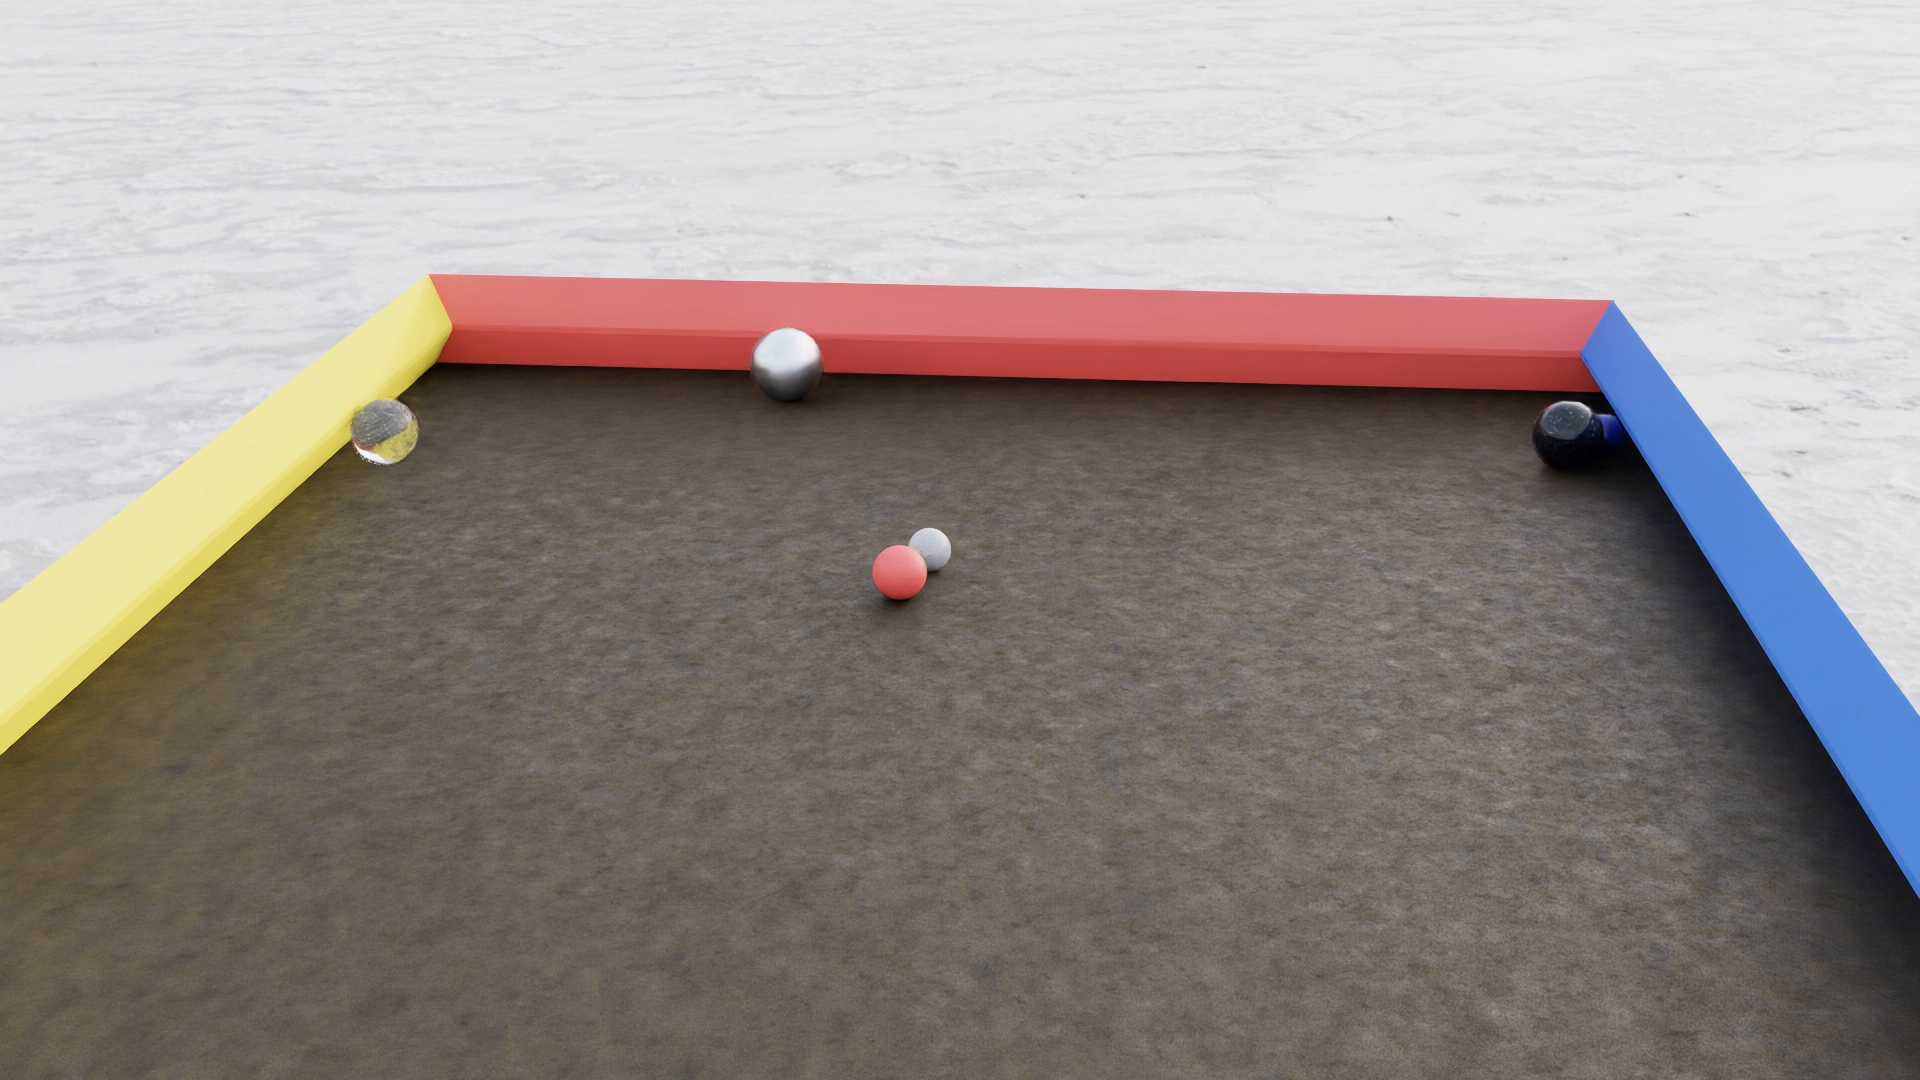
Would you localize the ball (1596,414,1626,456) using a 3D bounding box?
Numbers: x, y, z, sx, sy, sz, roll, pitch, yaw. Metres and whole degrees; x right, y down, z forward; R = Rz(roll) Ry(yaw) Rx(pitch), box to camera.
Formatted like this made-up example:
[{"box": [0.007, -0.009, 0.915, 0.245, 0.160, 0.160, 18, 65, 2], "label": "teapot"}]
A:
[{"box": [0.818, -0.134, 2.797, 0.055, 0.055, 0.055, 0, 21, 0], "label": "ball"}]

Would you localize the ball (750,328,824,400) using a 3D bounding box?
[{"box": [-0.237, -0.241, 3.015, 0.100, 0.100, 0.100, 0, 21, 0], "label": "ball"}]

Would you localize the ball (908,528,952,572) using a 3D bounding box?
[{"box": [-0.034, 0.011, 2.428, 0.048, 0.048, 0.048, 0, 21, 0], "label": "ball"}]

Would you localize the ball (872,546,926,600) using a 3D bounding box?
[{"box": [-0.065, 0.035, 2.351, 0.059, 0.059, 0.059, 0, 21, 0], "label": "ball"}]

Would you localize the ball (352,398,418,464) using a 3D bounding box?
[{"box": [-0.724, -0.137, 2.768, 0.083, 0.083, 0.083, 0, 21, 0], "label": "ball"}]

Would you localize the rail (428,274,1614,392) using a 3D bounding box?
[{"box": [0.064, -0.287, 3.090, 1.670, 0.130, 0.045, 2, 21, 5], "label": "rail"}]

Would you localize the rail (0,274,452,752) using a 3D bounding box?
[{"box": [-0.875, 0.211, 1.787, 0.045, 0.130, 2.993, 2, 21, 5], "label": "rail"}]

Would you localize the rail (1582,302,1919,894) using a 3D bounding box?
[{"box": [0.742, 0.262, 1.652, 0.045, 0.130, 2.993, 2, 21, 5], "label": "rail"}]

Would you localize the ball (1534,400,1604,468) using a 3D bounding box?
[{"box": [0.761, -0.132, 2.751, 0.085, 0.085, 0.085, 0, 21, 0], "label": "ball"}]
